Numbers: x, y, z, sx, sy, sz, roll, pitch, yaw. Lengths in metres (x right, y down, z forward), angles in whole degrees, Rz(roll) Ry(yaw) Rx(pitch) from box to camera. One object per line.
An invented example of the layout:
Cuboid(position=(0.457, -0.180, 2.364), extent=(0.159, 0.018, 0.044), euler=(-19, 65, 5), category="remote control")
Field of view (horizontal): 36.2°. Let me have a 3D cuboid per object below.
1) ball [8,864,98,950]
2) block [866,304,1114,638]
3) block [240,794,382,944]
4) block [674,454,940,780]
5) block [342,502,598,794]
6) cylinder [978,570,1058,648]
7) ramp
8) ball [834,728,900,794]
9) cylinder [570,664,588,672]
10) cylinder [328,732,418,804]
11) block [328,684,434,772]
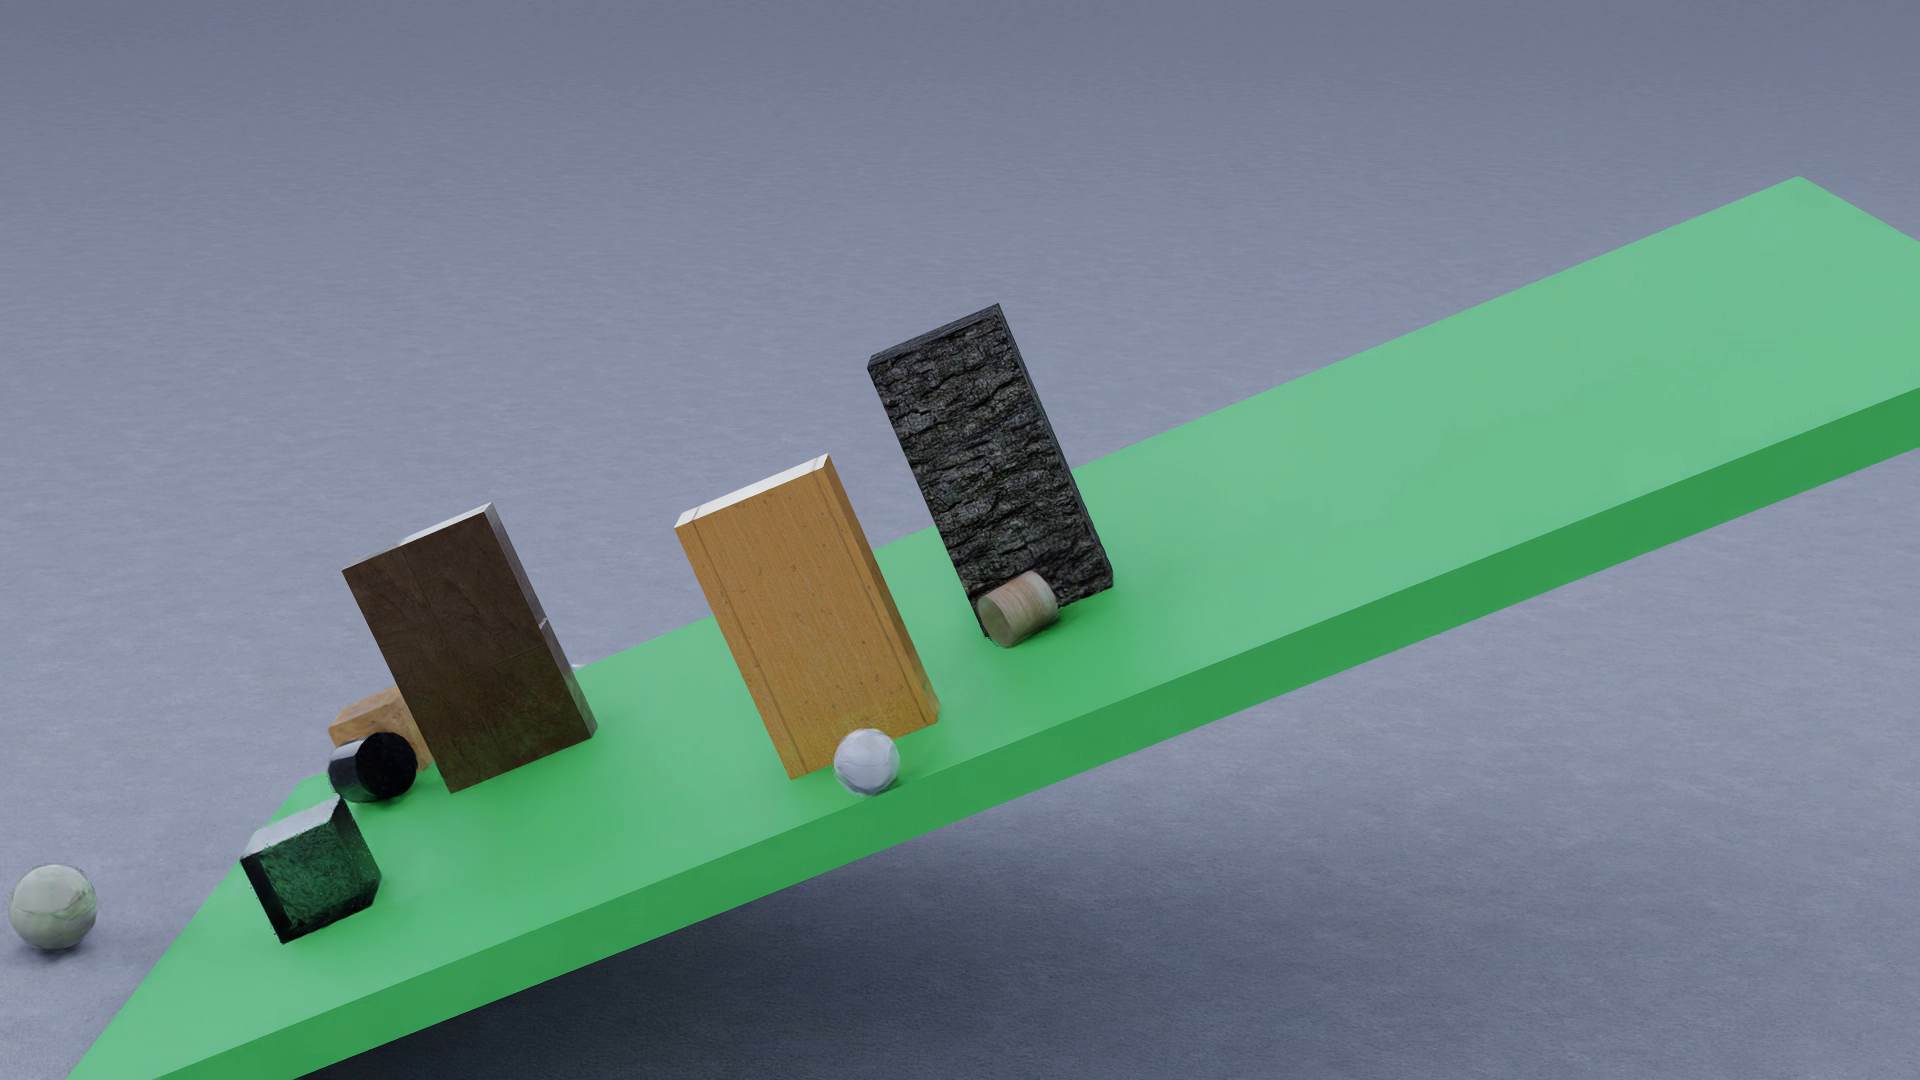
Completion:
Cuboid(position=(-2.053, 0.833, 6.663), extent=(0.194, 0.194, 0.194), euler=(0, 15, 0), category="ball")
Cuboid(position=(0.066, -0.142, 6.046), extent=(0.285, 0.614, 0.132), euler=(-22, 12, 8), category="block")
Cuboid(position=(-1.354, 0.686, 6.149), extent=(0.201, 0.201, 0.201), euler=(-23, 12, 1), category="block")
Cuboid(position=(-0.289, 0.149, 5.644), extent=(0.308, 0.543, 0.118), euler=(-22, 12, 8), category="block")
Cuboid(position=(-1.108, 0.247, 6.667), extent=(0.356, 0.572, 0.090), euler=(-22, 12, 8), category="block")
Cuboid(position=(0.117, 0.140, 5.932), extent=(0.117, 0.117, 0.117), euler=(-29, 26, -24), category="cylinder")
Cuboid(position=(0.128, 0.171, 6.287), extent=(4.000, 0.100, 2.000), euler=(-22, 12, 8), category="ramp")
Cuboid(position=(-0.169, 0.403, 5.354), extent=(0.119, 0.119, 0.119), euler=(0, 15, 0), category="ball")
Cuboid(position=(-0.985, 0.440, 8.189), extent=(0.190, 0.190, 0.190), euler=(-1, 15, -4), category="cylinder")
Cuboid(position=(-1.378, 0.535, 6.900), extent=(0.155, 0.155, 0.155), euler=(-11, -3, -36), category="cylinder")
Cuboid(position=(-1.392, 0.478, 7.135), extent=(0.182, 0.182, 0.182), euler=(-22, 12, 8), category="block")
